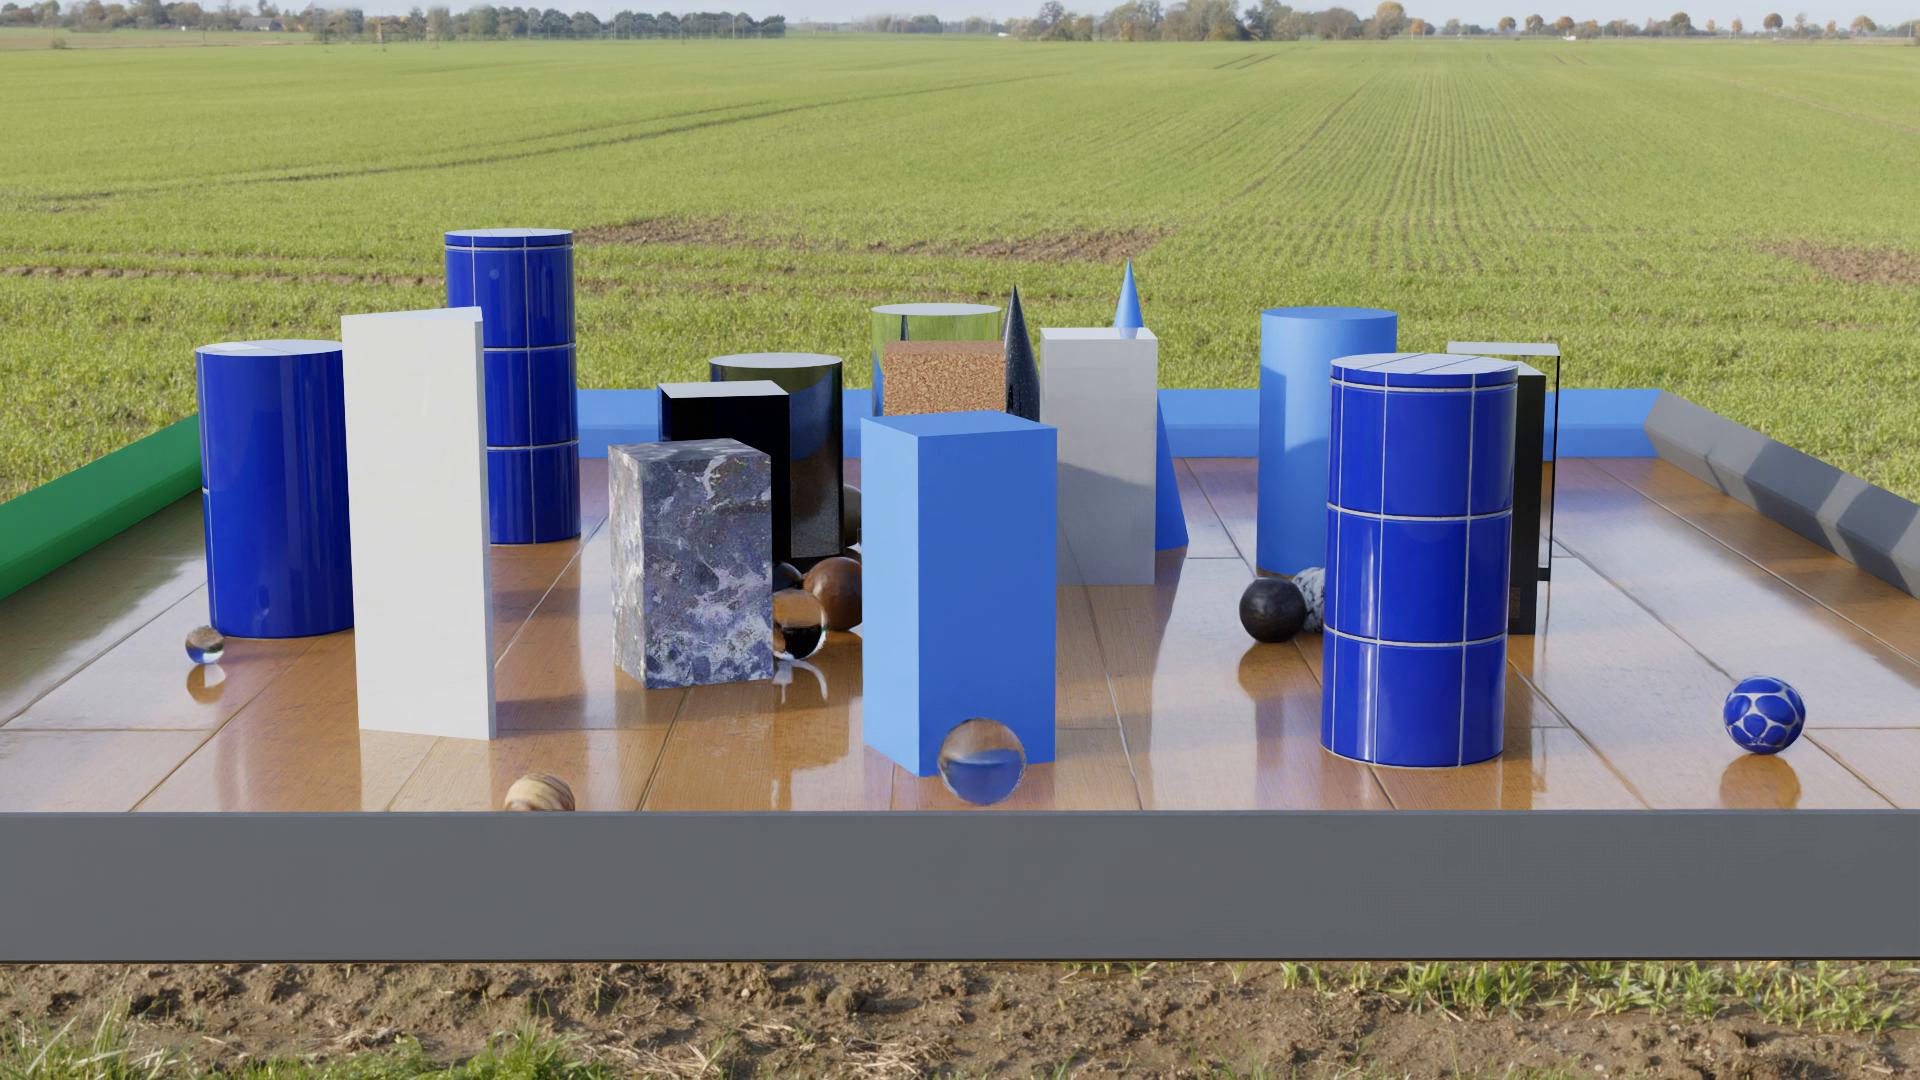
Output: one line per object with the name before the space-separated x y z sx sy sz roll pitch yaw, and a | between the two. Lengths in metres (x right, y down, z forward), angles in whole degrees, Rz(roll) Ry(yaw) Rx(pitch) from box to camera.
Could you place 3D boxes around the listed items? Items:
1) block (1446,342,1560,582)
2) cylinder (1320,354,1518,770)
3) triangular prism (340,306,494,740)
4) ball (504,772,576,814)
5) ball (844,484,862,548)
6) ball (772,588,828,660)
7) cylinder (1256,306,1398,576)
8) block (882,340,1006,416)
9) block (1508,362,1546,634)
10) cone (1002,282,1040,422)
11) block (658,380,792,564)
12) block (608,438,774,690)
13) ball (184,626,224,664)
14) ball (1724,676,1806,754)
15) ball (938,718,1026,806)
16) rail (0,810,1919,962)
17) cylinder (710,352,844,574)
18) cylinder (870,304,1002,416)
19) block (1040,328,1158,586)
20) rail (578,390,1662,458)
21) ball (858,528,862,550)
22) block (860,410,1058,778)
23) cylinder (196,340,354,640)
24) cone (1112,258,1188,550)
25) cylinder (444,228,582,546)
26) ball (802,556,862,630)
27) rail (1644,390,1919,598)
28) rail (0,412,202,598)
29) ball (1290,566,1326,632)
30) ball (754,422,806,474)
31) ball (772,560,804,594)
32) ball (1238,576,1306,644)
block | 0.780 -0.117 3.720 0.156 0.324 0.156 2 11 11
cylinder | 0.489 0.018 2.743 0.195 0.415 0.195 0 11 0
triangular prism | -0.566 -0.024 2.854 0.169 0.458 0.146 4 11 19
ball | -0.398 0.253 2.429 0.067 0.067 0.067 0 11 0
ball | -0.181 -0.037 3.909 0.098 0.098 0.098 0 11 0
ball | -0.207 0.104 3.169 0.090 0.090 0.090 0 11 0
cylinder | 0.534 -0.146 3.747 0.195 0.372 0.195 0 11 0
block | -0.020 -0.073 3.376 0.156 0.363 0.156 0 11 0
block | 0.667 -0.058 3.364 0.156 0.337 0.156 0 11 1
cone | 0.093 -0.262 4.397 0.195 0.362 0.195 0 11 0
block | -0.318 -0.055 3.455 0.156 0.299 0.156 -2 11 -13
block | -0.326 0.025 3.101 0.156 0.270 0.156 -4 11 -22
ball | -0.929 0.129 3.154 0.047 0.047 0.047 0 11 0
ball | 0.859 0.187 2.742 0.084 0.084 0.084 0 11 0
ball | 0.021 0.220 2.552 0.087 0.087 0.087 0 11 0
rail | 0.008 0.279 2.118 2.646 0.127 0.045 0 11 0
cylinder | -0.269 -0.115 3.775 0.195 0.301 0.195 0 11 0
cylinder | -0.036 -0.166 3.872 0.195 0.365 0.195 0 11 0
block | 0.196 -0.122 3.679 0.156 0.349 0.156 0 11 -1
rail | -0.008 -0.214 4.780 2.646 0.127 0.045 0 11 0
ball | -0.115 -0.002 3.793 0.071 0.071 0.071 0 11 0
block | -0.002 0.052 2.723 0.156 0.356 0.156 -5 11 -23
cylinder | -0.887 -0.069 3.350 0.195 0.365 0.195 0 11 0
cone | 0.257 -0.214 3.938 0.195 0.436 0.195 0 11 0
cylinder | -0.693 -0.241 3.982 0.195 0.471 0.195 0 11 0
ball | -0.158 0.070 3.337 0.096 0.096 0.096 0 11 0
rail | 1.299 0.031 3.456 0.045 0.127 2.754 0 11 0
rail | -1.299 0.034 3.442 0.045 0.127 2.754 0 11 0
ball | 0.463 0.078 3.325 0.085 0.085 0.085 0 11 0
ball | -0.322 -0.165 4.611 0.093 0.093 0.093 0 11 0
ball | -0.244 0.069 3.369 0.086 0.086 0.086 0 11 0
ball | 0.398 0.088 3.267 0.085 0.085 0.085 0 11 0
